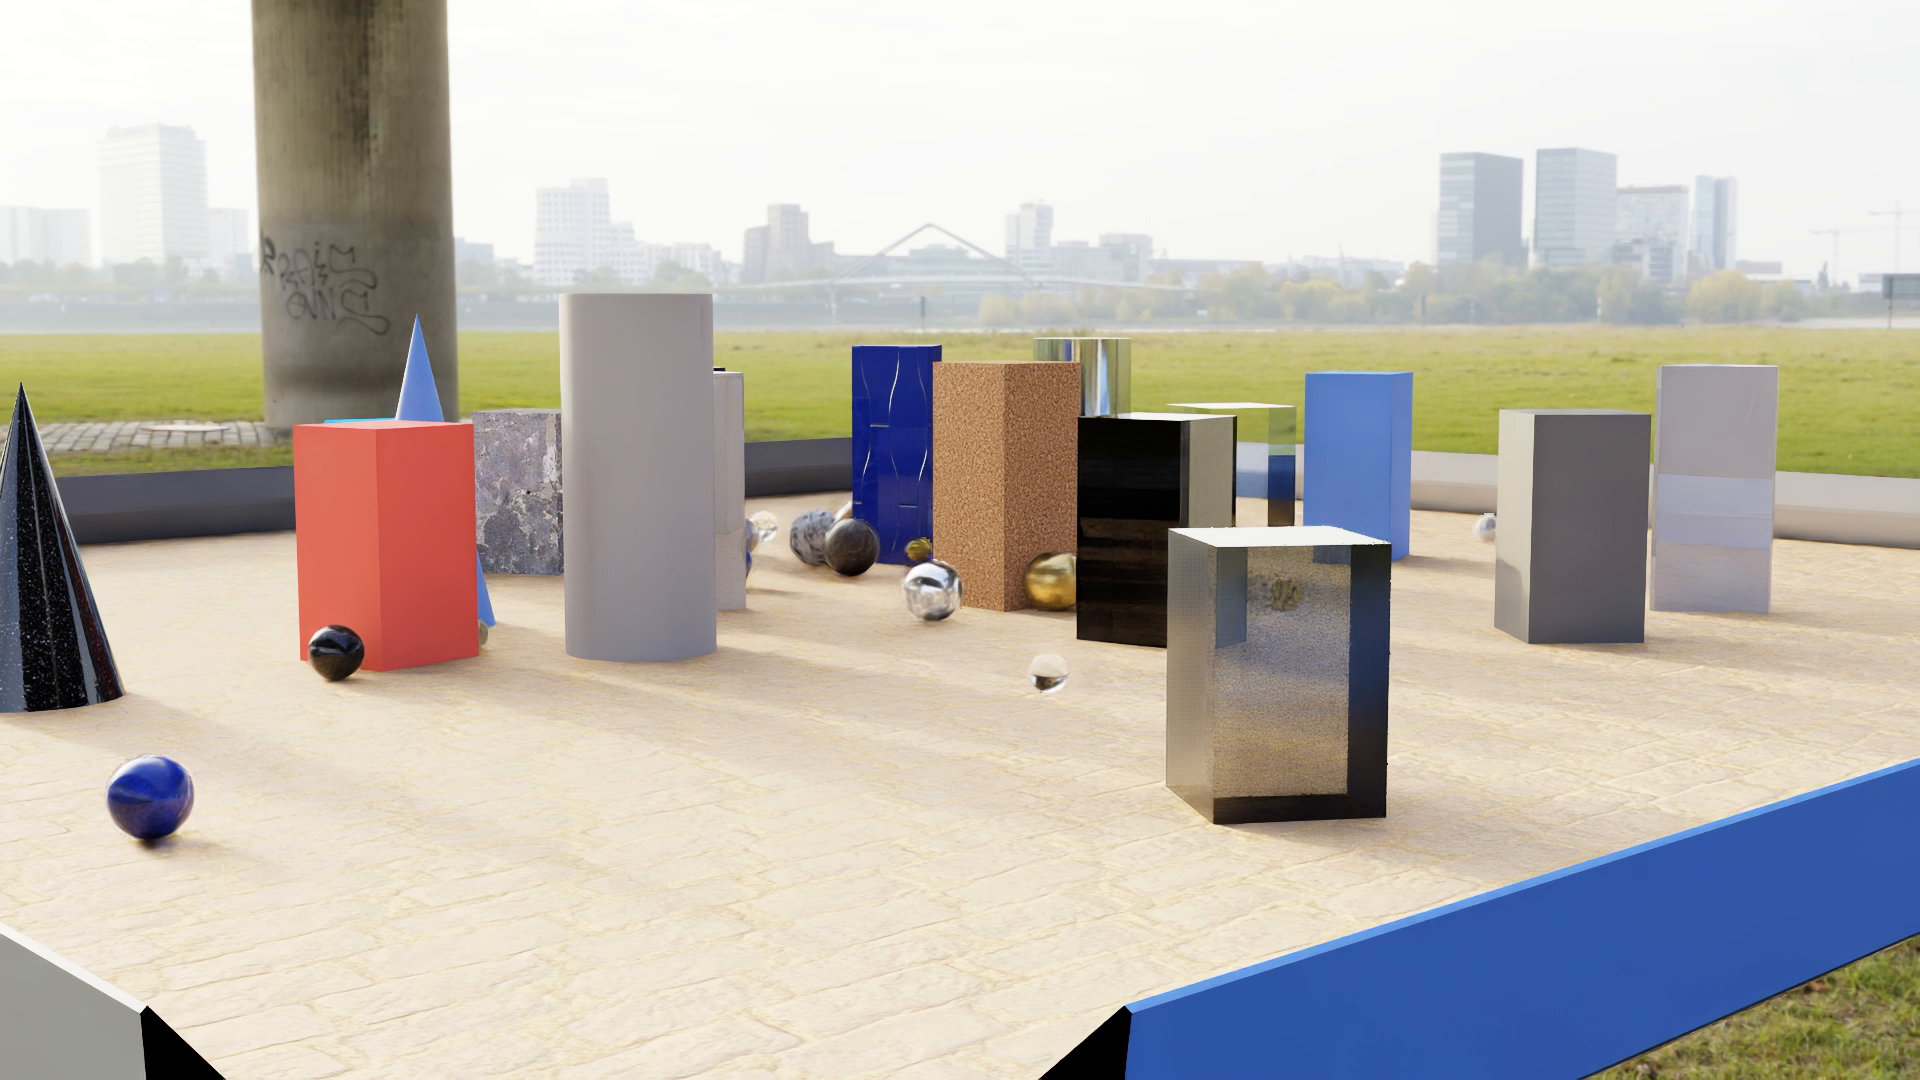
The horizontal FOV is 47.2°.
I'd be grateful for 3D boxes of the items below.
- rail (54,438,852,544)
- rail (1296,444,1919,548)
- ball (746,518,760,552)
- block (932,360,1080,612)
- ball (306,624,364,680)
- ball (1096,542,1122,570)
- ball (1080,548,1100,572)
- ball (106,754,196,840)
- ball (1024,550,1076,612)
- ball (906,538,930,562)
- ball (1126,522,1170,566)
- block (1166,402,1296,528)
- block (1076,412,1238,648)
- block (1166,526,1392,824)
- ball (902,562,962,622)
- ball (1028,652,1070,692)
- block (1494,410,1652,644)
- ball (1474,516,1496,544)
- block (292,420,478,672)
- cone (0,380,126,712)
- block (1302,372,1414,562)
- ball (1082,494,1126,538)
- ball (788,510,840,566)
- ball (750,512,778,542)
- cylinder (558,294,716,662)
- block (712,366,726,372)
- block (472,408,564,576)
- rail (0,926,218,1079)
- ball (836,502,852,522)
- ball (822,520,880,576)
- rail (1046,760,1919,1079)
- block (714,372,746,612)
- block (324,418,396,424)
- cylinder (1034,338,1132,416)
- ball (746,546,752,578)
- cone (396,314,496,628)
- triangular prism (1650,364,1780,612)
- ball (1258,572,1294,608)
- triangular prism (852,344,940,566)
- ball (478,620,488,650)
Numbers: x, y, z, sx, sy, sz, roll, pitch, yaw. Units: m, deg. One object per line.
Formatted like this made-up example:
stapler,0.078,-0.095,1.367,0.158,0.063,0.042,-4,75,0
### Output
rail,-1.185,-0.100,4.609,3.719,0.128,0.045,-5,8,-42
rail,1.349,-0.096,4.570,0.045,0.128,3.543,-5,8,-42
ball,-0.400,-0.007,4.012,0.070,0.070,0.070,0,6,0
block,0.070,-0.087,3.347,0.158,0.366,0.158,-5,8,-42
ball,-0.755,0.136,2.659,0.067,0.067,0.067,0,6,0
ball,0.253,0.028,3.780,0.048,0.048,0.048,0,6,0
ball,0.219,0.035,3.747,0.041,0.041,0.041,0,6,0
ball,-0.683,0.217,1.856,0.071,0.071,0.071,0,6,0
ball,0.141,0.061,3.258,0.091,0.091,0.091,0,6,0
ball,-0.072,0.017,3.803,0.041,0.041,0.041,0,6,0
ball,0.327,0.007,3.831,0.078,0.078,0.078,0,6,0
block,0.445,-0.078,3.632,0.158,0.289,0.158,-2,6,-21
block,0.268,-0.017,2.988,0.158,0.302,0.158,4,7,34
block,0.284,0.117,1.988,0.158,0.243,0.158,-1,6,-10
ball,-0.039,0.074,3.155,0.086,0.086,0.086,0,6,0
ball,0.103,0.155,2.568,0.048,0.048,0.048,0,6,0
block,0.836,-0.022,3.010,0.158,0.307,0.158,0,6,-3
ball,1.013,-0.021,4.218,0.053,0.053,0.053,0,6,0
block,-0.732,0.003,2.808,0.158,0.300,0.158,4,7,35
cone,-1.068,0.000,2.520,0.197,0.365,0.197,0,6,0
block,0.718,-0.135,3.968,0.158,0.333,0.158,3,7,24
ball,0.280,-0.046,4.296,0.087,0.087,0.087,0,6,0
ball,-0.250,-0.004,3.843,0.099,0.099,0.099,0,6,0
ball,-0.379,-0.026,4.243,0.059,0.059,0.059,0,6,0
cylinder,-0.419,-0.087,2.869,0.197,0.465,0.197,0,6,0
block,-0.540,-0.147,4.043,0.158,0.341,0.158,-5,8,-41
block,-0.727,-0.086,3.787,0.158,0.273,0.158,2,6,18
rail,-1.349,0.163,2.094,0.045,0.128,3.543,-5,8,-42
ball,-0.190,-0.028,4.117,0.089,0.089,0.089,0,6,0
ball,-0.183,0.013,3.695,0.095,0.095,0.095,0,6,0
rail,1.185,0.167,2.054,3.719,0.128,0.045,-5,8,-42
block,-0.433,-0.074,3.284,0.158,0.353,0.158,-6,8,-43
block,-1.003,-0.081,3.835,0.158,0.253,0.158,-4,7,-31
cylinder,0.245,-0.211,4.429,0.197,0.389,0.197,0,6,0
ball,-0.376,0.036,3.520,0.087,0.087,0.087,0,6,0
cone,-0.759,-0.098,3.095,0.197,0.441,0.197,0,6,0
triangular prism,1.121,-0.082,3.316,0.171,0.363,0.148,1,6,7
ball,0.474,0.075,3.305,0.052,0.052,0.052,0,6,0
triangular prism,-0.079,-0.154,3.911,0.171,0.383,0.148,4,7,34
ball,-0.640,0.124,2.888,0.042,0.042,0.042,0,6,0
